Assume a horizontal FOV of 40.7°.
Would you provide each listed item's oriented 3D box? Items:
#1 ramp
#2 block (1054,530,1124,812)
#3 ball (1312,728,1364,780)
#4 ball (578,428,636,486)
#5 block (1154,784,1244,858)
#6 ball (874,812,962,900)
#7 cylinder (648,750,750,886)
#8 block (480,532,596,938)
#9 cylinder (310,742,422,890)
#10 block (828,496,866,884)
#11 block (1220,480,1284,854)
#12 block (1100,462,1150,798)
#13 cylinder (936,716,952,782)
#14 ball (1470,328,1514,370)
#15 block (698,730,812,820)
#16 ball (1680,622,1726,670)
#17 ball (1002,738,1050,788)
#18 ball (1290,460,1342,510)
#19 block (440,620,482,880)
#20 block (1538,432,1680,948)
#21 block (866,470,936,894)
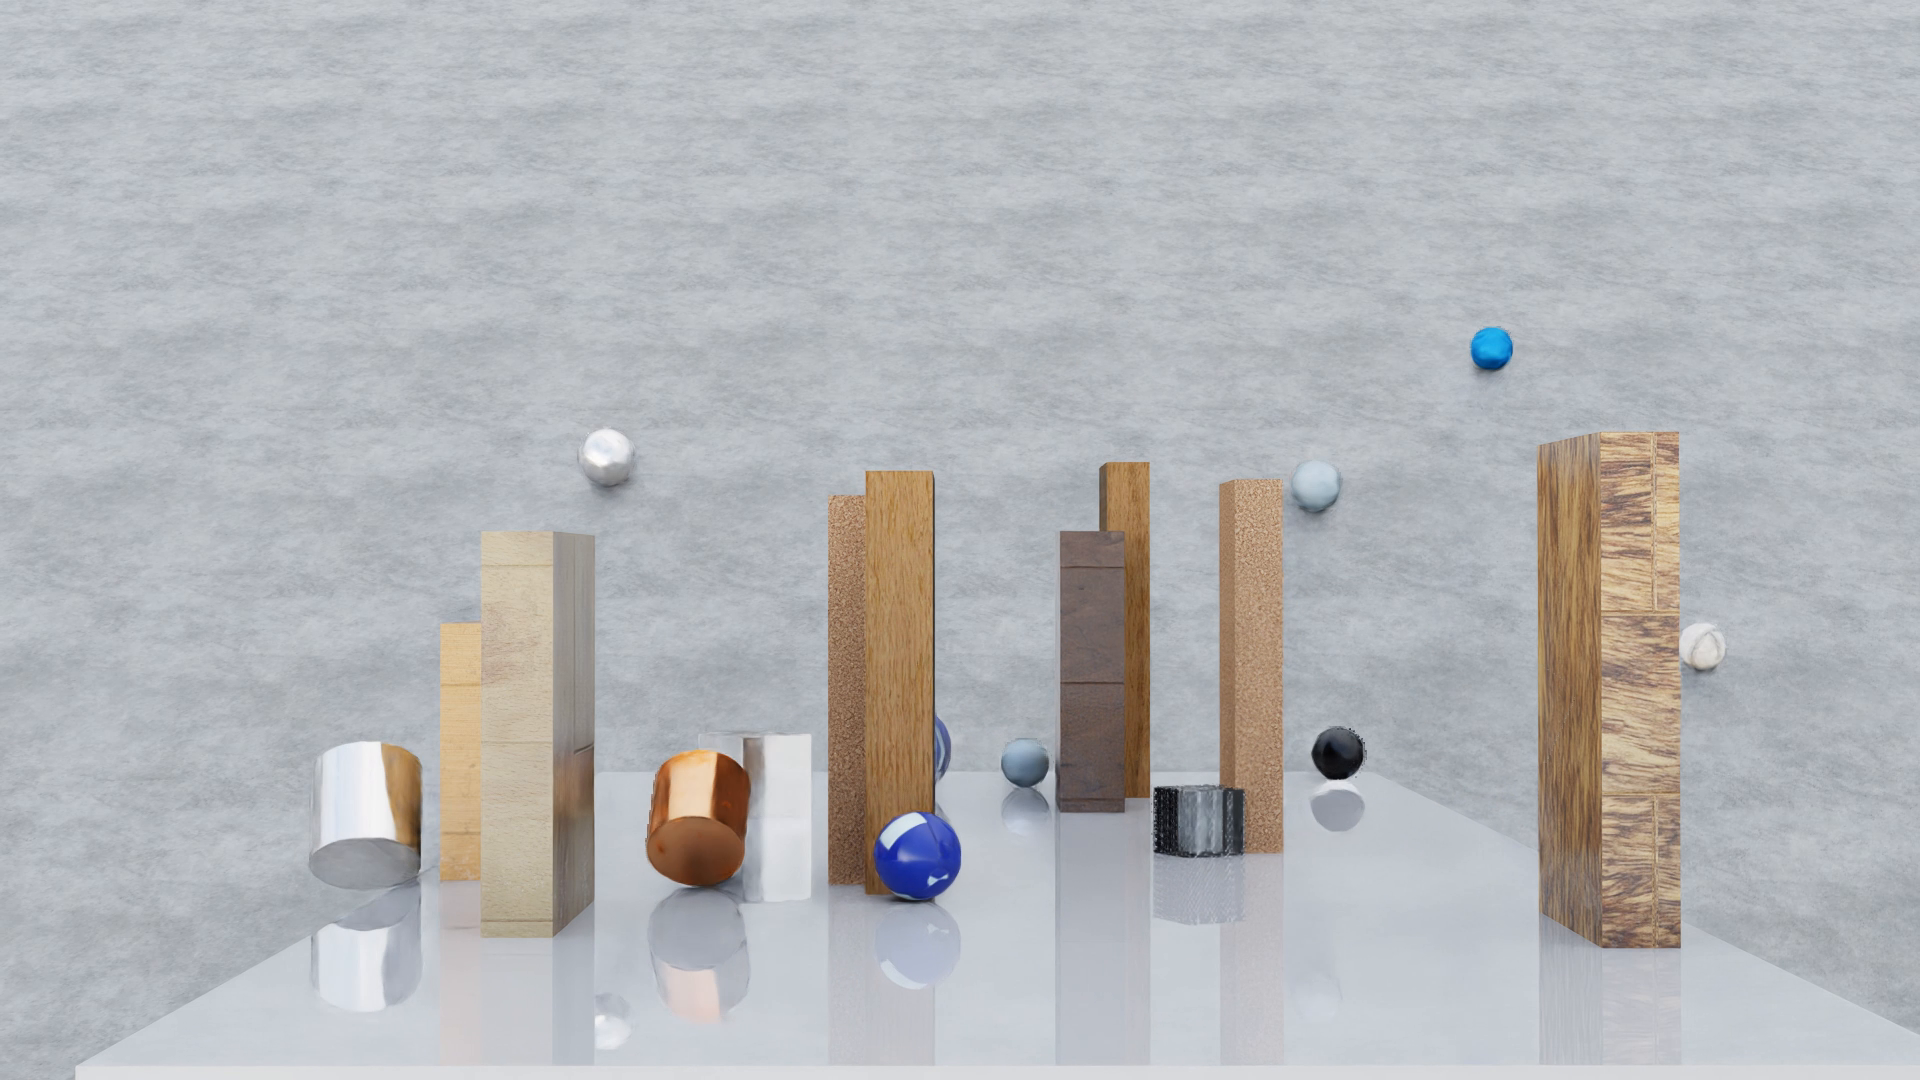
[{"bbox_3d":[0.071,0.627,4.718,2.000,0.100,4.000,0,-1,0],"label":"ramp"},{"bbox_3d":[0.285,0.286,5.734,0.139,0.607,0.303,0,-1,0],"label":"block"},{"bbox_3d":[0.942,0.533,6.464,0.130,0.130,0.130,0,32,0],"label":"ball"},{"bbox_3d":[-1.101,-0.259,8.086,0.179,0.179,0.179,0,32,0],"label":"ball"},{"bbox_3d":[0.439,0.517,4.769,0.121,0.121,0.121,0,-1,-28],"label":"block"},{"bbox_3d":[-0.067,0.499,4.094,0.140,0.140,0.140,0,32,0],"label":"ball"},{"bbox_3d":[-0.431,0.460,4.289,0.158,0.158,0.158,0,37,0],"label":"cylinder"},{"bbox_3d":[-0.629,0.278,3.888,0.102,0.576,0.424,0,-1,0],"label":"block"},{"bbox_3d":[-1.016,0.474,4.438,0.186,0.186,0.186,-4,54,-6],"label":"cylinder"},{"bbox_3d":[-0.177,0.251,4.459,0.083,0.646,0.326,0,-1,0],"label":"block"},{"bbox_3d":[0.551,0.234,4.922,0.088,0.689,0.287,0,-1,0],"label":"block"},{"bbox_3d":[0.387,0.208,6.121,0.098,0.771,0.335,0,-1,0],"label":"block"},{"bbox_3d":[-0.140,0.490,6.003,0.204,0.204,0.204,8,1,12],"label":"cylinder"},{"bbox_3d":[1.792,-0.645,8.738,0.144,0.144,0.144,0,32,0],"label":"ball"},{"bbox_3d":[-0.437,0.500,5.525,0.174,0.174,0.174,1,-1,-37],"label":"block"},{"bbox_3d":[2.073,0.296,7.244,0.130,0.130,0.130,0,32,0],"label":"ball"},{"bbox_3d":[0.157,0.537,6.240,0.117,0.117,0.117,0,32,0],"label":"ball"},{"bbox_3d":[1.092,-0.167,7.962,0.155,0.155,0.155,0,32,0],"label":"ball"},{"bbox_3d":[-0.831,0.359,4.573,0.087,0.432,0.424,0,-1,0],"label":"block"},{"bbox_3d":[0.938,0.209,3.766,0.108,0.711,0.392,0,-1,0],"label":"block"},{"bbox_3d":[-0.098,0.232,4.364,0.108,0.681,0.394,0,-1,0],"label":"block"}]
